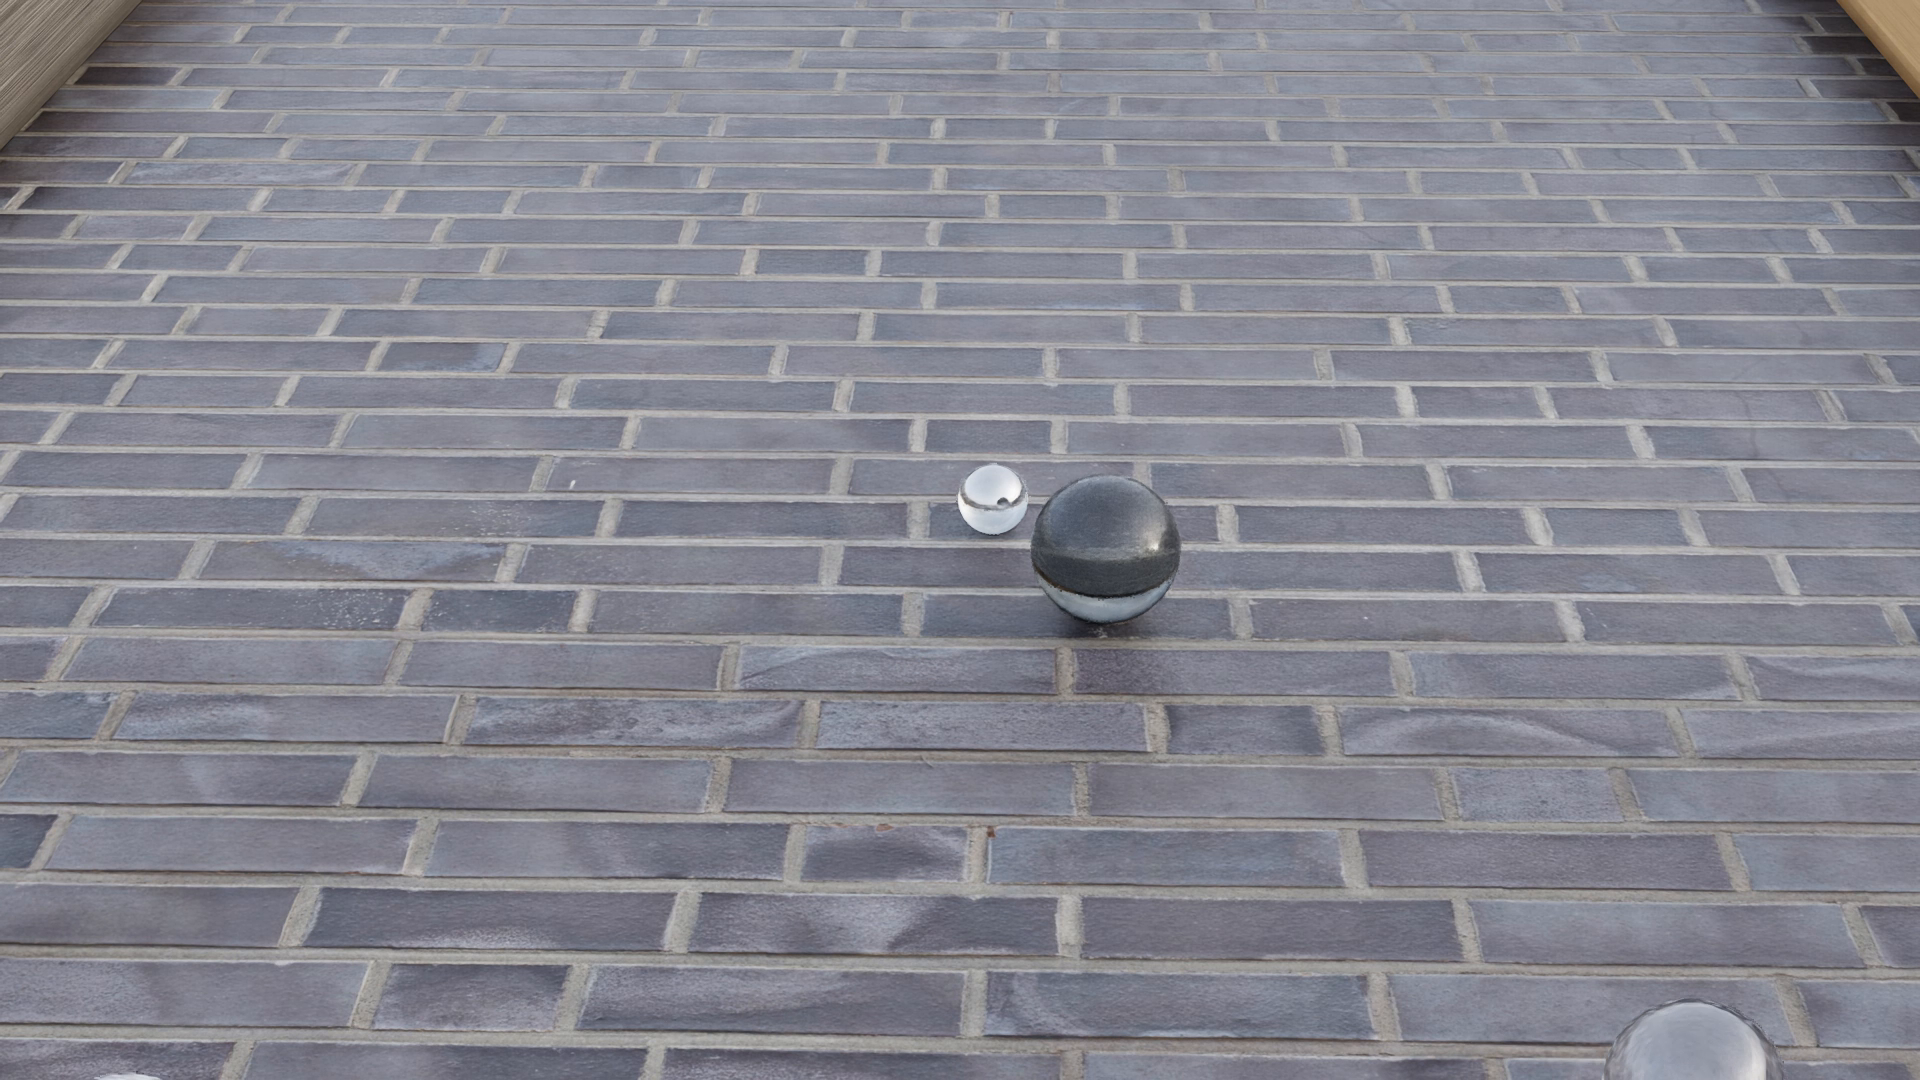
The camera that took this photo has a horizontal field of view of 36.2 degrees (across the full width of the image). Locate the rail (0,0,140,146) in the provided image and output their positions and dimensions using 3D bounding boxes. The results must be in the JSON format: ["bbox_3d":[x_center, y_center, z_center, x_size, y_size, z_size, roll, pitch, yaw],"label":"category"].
[{"bbox_3d":[-0.831,-0.366,2.513,0.045,0.120,2.998,1,27,1],"label":"rail"}]

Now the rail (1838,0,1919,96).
[{"bbox_3d":[0.865,-0.349,2.478,0.045,0.120,2.998,1,27,1],"label":"rail"}]

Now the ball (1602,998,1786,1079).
[{"bbox_3d":[0.334,0.250,1.337,0.082,0.082,0.082,0,27,0],"label":"ball"}]

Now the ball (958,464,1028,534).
[{"bbox_3d":[0.022,-0.027,1.924,0.046,0.046,0.046,0,27,0],"label":"ball"}]

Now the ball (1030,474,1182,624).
[{"bbox_3d":[0.090,0.005,1.809,0.093,0.093,0.093,0,27,0],"label":"ball"}]

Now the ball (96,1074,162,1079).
[{"bbox_3d":[-0.367,0.274,1.292,0.079,0.079,0.079,0,27,0],"label":"ball"}]
